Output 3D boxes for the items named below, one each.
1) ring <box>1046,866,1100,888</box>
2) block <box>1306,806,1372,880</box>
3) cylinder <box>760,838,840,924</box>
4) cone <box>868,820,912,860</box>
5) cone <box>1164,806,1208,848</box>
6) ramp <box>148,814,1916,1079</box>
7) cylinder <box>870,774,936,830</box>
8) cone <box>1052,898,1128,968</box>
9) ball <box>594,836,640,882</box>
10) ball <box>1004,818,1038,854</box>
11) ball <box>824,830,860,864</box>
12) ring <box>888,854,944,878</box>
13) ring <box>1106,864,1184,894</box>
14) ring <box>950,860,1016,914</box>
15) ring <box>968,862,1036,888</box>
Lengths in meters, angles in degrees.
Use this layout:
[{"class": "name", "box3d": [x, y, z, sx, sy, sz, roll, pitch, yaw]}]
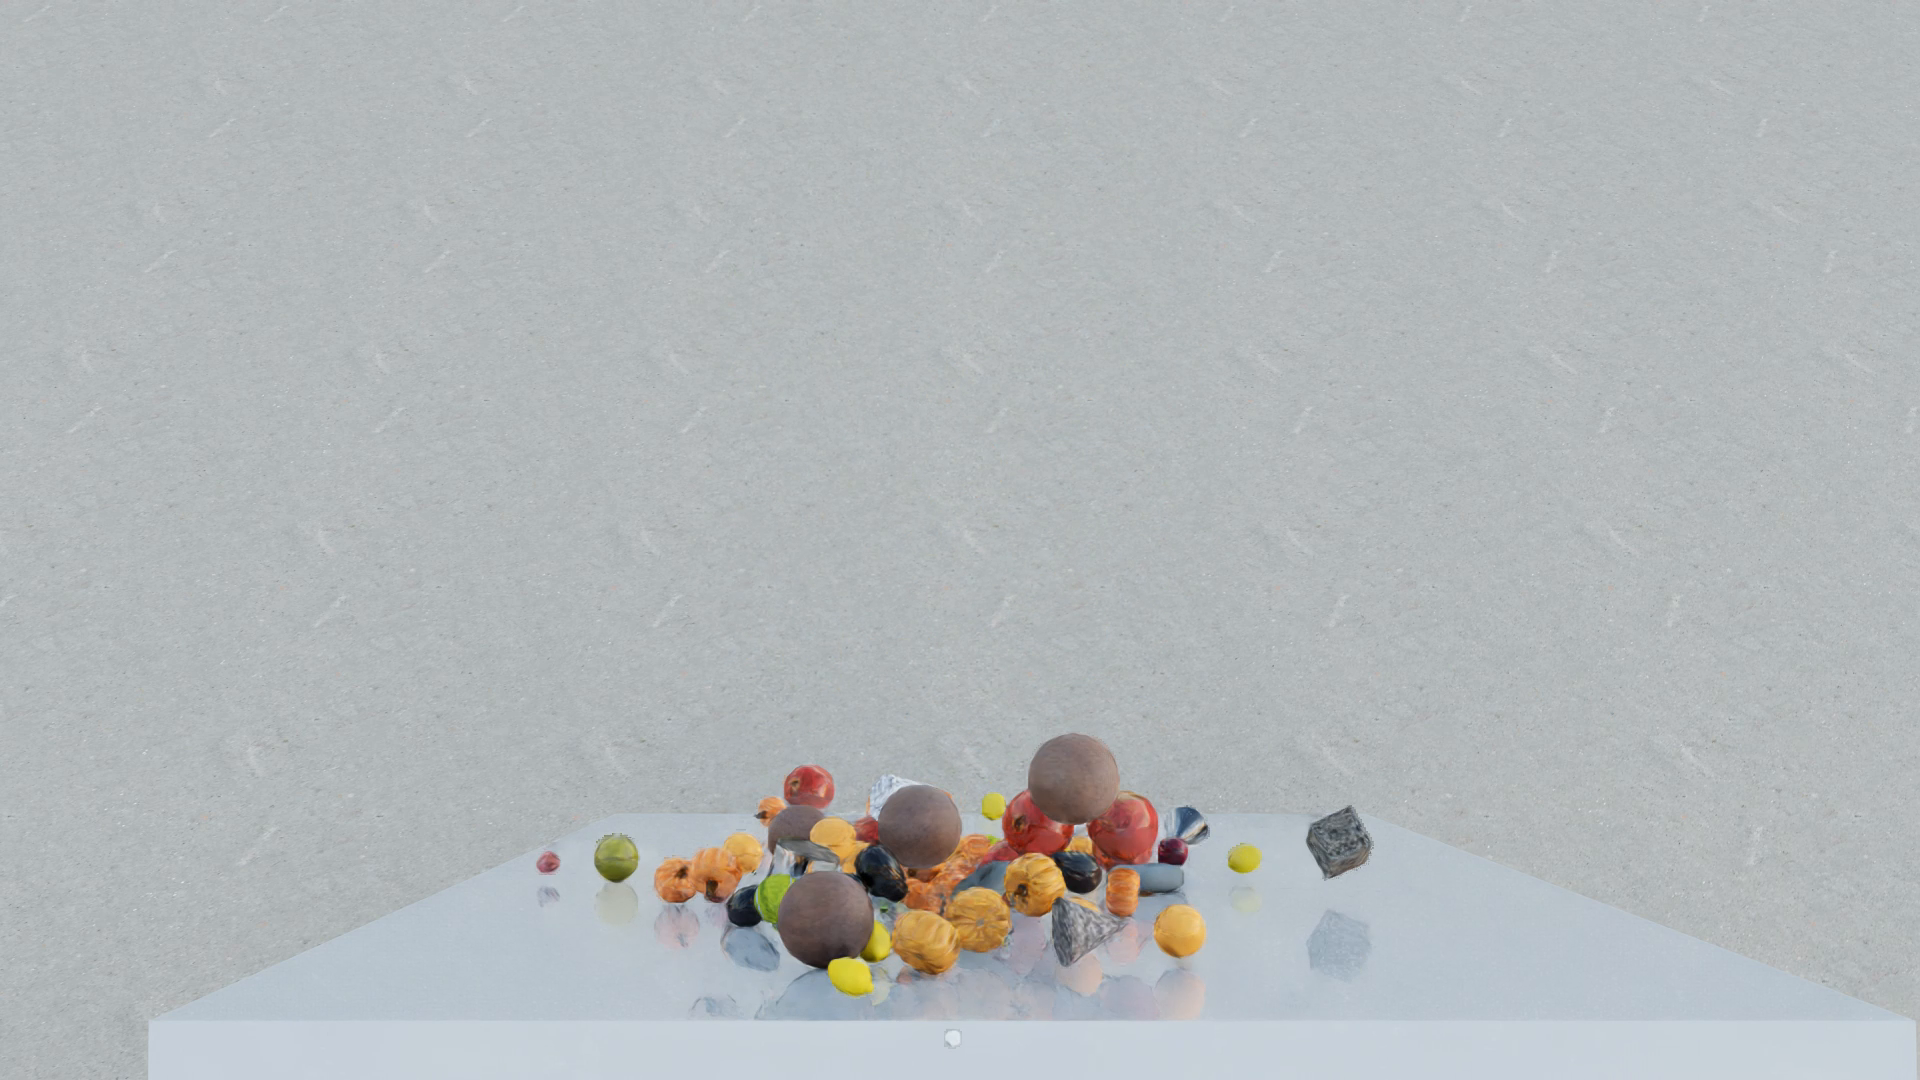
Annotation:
[{"class": "ring", "box3d": [0.204, 0.610, 4.708, 0.101, 0.034, 0.101, 1, -3, 0]}, {"class": "block", "box3d": [0.660, 0.529, 4.534, 0.079, 0.079, 0.079, -22, 61, -12]}, {"class": "cylinder", "box3d": [-0.228, 0.484, 3.704, 0.093, 0.093, 0.093, 17, 8, -2]}, {"class": "cone", "box3d": [-0.135, 0.606, 5.211, 0.083, 0.083, 0.083, 8, 37, -4]}, {"class": "cone", "box3d": [0.474, 0.637, 5.598, 0.097, 0.097, 0.097, 13, 21, 16]}, {"class": "ramp", "box3d": [0.082, 0.687, 4.941, 2.000, 0.100, 4.000, 0, -3, 0]}, {"class": "cylinder", "box3d": [-0.095, 0.436, 4.320, 0.080, 0.080, 0.080, 16, 26, -34]}, {"class": "cone", "box3d": [0.176, 0.503, 3.375, 0.092, 0.092, 0.092, -6, 38, -14]}, {"class": "ball", "box3d": [-0.636, 0.589, 4.814, 0.084, 0.084, 0.084, 0, 37, 0]}, {"class": "ball", "box3d": [0.129, 0.626, 5.511, 0.076, 0.076, 0.076, 0, 37, 0]}, {"class": "ball", "box3d": [-0.237, 0.615, 5.218, 0.070, 0.070, 0.070, 0, 37, 0]}, {"class": "ring", "box3d": [-0.085, 0.619, 4.939, 0.108, 0.036, 0.108, -4, -4, 0]}, {"class": "ring", "box3d": [0.328, 0.598, 4.603, 0.139, 0.046, 0.139, -2, -4, 0]}, {"class": "ring", "box3d": [0.036, 0.532, 3.990, 0.115, 0.038, 0.115, -32, 6, 4]}, {"class": "ring", "box3d": [0.076, 0.606, 4.712, 0.124, 0.041, 0.124, 0, -4, 0]}]
